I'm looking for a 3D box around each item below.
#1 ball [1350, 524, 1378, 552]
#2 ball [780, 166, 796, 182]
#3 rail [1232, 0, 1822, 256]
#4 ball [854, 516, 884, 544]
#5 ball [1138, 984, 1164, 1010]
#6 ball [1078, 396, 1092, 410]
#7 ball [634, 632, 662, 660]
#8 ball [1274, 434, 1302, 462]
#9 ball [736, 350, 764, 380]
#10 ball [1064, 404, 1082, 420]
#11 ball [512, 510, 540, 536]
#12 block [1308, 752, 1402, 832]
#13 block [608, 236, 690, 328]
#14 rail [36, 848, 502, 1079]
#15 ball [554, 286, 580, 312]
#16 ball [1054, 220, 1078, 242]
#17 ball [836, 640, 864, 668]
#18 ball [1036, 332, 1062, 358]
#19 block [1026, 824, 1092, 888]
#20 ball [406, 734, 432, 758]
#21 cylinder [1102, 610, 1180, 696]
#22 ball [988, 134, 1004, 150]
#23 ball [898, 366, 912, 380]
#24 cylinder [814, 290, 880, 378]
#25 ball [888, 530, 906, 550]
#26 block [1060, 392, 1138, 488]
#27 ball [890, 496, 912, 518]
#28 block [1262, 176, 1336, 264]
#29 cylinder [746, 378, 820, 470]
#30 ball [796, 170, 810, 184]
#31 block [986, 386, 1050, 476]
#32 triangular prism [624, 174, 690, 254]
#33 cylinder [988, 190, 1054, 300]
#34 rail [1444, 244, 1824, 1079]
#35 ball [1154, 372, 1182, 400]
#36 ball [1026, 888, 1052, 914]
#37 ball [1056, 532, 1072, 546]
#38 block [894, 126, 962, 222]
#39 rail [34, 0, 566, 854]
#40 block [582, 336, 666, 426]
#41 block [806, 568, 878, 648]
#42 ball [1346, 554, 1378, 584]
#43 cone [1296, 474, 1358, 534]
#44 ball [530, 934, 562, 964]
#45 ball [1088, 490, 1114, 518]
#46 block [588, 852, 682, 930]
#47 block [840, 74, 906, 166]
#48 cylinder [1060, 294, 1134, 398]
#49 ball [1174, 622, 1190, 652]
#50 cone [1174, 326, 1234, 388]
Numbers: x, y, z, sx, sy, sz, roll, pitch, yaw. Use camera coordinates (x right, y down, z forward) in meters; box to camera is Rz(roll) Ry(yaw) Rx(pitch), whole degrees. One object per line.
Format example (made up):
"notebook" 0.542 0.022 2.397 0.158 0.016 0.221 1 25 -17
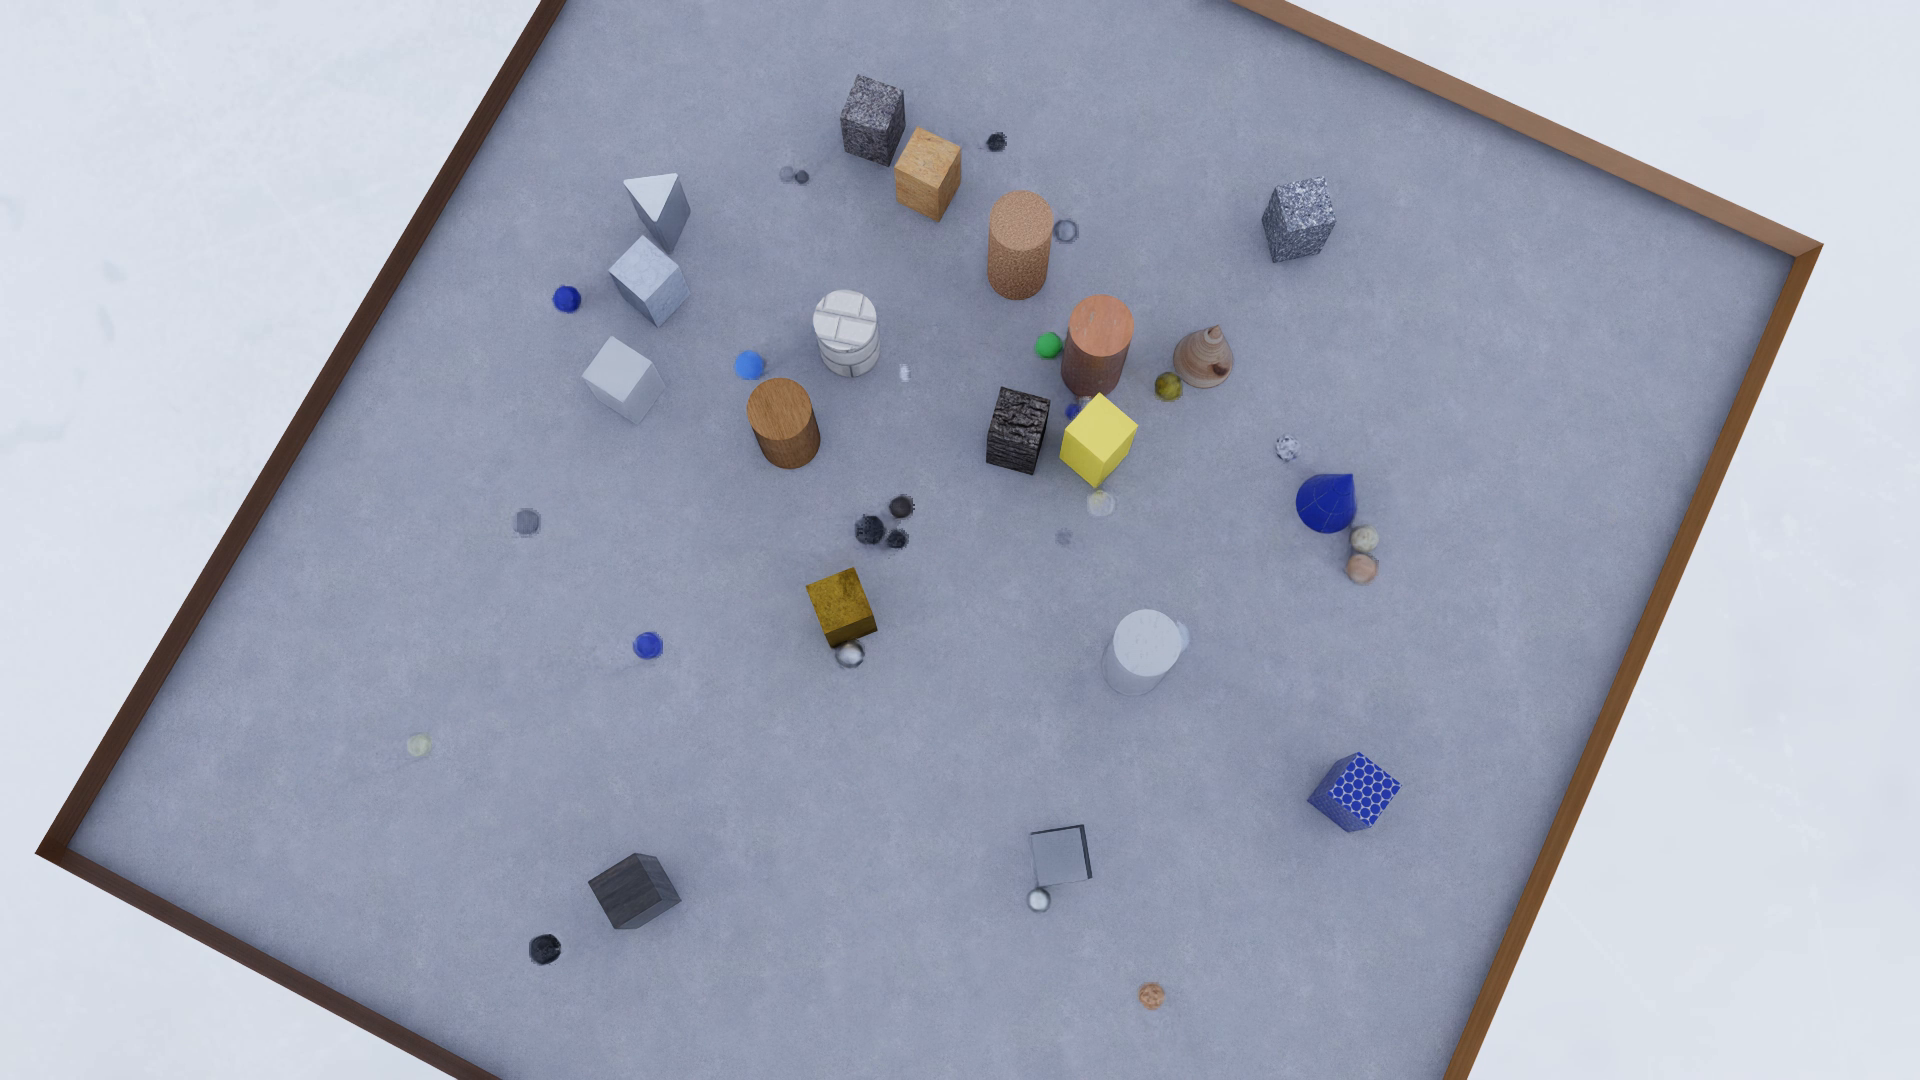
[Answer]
"ball" 1.230 -0.005 5.573 0.087 0.087 0.087 0 78 0
"ball" -0.549 -1.166 5.831 0.052 0.052 0.052 0 78 0
"rail" 0.898 -1.753 5.915 3.961 0.123 0.045 26 80 5
"ball" -0.275 -0.030 5.577 0.090 0.090 0.090 0 78 0
"ball" 0.555 1.322 5.305 0.074 0.074 0.074 0 78 0
"ball" 0.390 -0.423 5.680 0.046 0.046 0.046 0 78 0
"ball" -0.940 0.319 5.508 0.083 0.083 0.083 0 78 0
"ball" 1.008 -0.283 5.633 0.083 0.083 0.083 0 78 0
"ball" -0.653 -0.543 5.683 0.089 0.089 0.089 0 78 0
"ball" 0.350 -0.397 5.673 0.050 0.050 0.050 0 78 0
"ball" -1.322 -0.052 5.586 0.080 0.080 0.080 0 78 0
"block" 1.138 0.733 5.305 0.151 0.313 0.151 38 81 7
"block" -0.955 -0.795 5.653 0.151 0.251 0.151 41 81 8
"rail" -0.898 1.766 5.187 3.961 0.123 0.045 26 80 5
"ball" -1.228 -0.753 5.729 0.084 0.084 0.084 0 78 0
"ball" 0.334 -0.975 5.782 0.071 0.071 0.071 0 78 0
"ball" -0.330 0.343 5.495 0.086 0.086 0.086 0 78 0
"ball" 0.277 -0.605 5.700 0.082 0.082 0.082 0 78 0
"block" 0.285 0.912 5.274 0.151 0.302 0.151 -9 78 -2
"ball" -1.609 0.611 5.453 0.072 0.072 0.072 0 78 0
"cylinder" 0.522 0.331 5.323 0.189 0.441 0.189 0 78 0
"ball" 0.115 -1.271 5.852 0.054 0.054 0.054 0 78 0
"ball" -0.172 -0.520 5.702 0.042 0.042 0.042 0 78 0
"cylinder" -0.343 -0.628 5.602 0.189 0.284 0.189 0 78 0
"ball" -0.191 0.000 5.587 0.057 0.057 0.057 0 78 0
"block" 0.413 -0.295 5.507 0.151 0.333 0.151 41 81 8
"ball" -0.181 -0.100 5.602 0.070 0.070 0.070 0 78 0
"block" 1.048 -0.991 5.683 0.151 0.272 0.151 -12 79 -2
"cylinder" -0.527 -0.347 5.509 0.189 0.350 0.189 0 78 0
"ball" -0.502 -1.155 5.833 0.044 0.044 0.044 0 78 0
"block" 0.173 -0.324 5.511 0.151 0.339 0.151 15 79 3
"triangular prism" -0.913 -1.037 5.685 0.142 0.286 0.164 -37 81 -7
"cylinder" 0.180 -0.892 5.579 0.189 0.435 0.189 0 78 0
"rail" 1.750 0.863 5.374 0.045 0.123 4.065 26 80 5
"ball" 0.644 -0.476 5.671 0.086 0.086 0.086 0 78 0
"ball" 0.231 1.055 5.360 0.075 0.075 0.075 0 78 0
"ball" 0.318 -0.005 5.595 0.045 0.045 0.045 0 78 0
"block" -0.098 -1.137 5.711 0.151 0.274 0.151 27 80 5
"rail" -1.750 -0.850 5.729 0.045 0.123 4.065 26 80 5
"block" -1.022 -0.484 5.586 0.151 0.255 0.151 33 80 6
"block" -0.347 0.204 5.420 0.151 0.302 0.151 -22 79 -4
"ball" 1.216 0.088 5.549 0.093 0.093 0.093 0 78 0
"cone" 1.128 -0.151 5.450 0.189 0.387 0.189 0 78 0
"ball" -1.204 1.189 5.326 0.088 0.088 0.088 0 78 0
"ball" 0.432 -0.111 5.598 0.081 0.081 0.081 0 78 0
"block" -0.923 1.003 5.224 0.151 0.363 0.151 -31 80 -6
"block" -0.272 -1.314 5.755 0.151 0.261 0.151 20 79 4
"cylinder" 0.409 -0.576 5.512 0.189 0.438 0.189 0 78 0
"ball" 0.646 0.293 5.508 0.094 0.094 0.094 0 78 0
"cone" 0.761 -0.599 5.564 0.189 0.346 0.189 0 78 0
